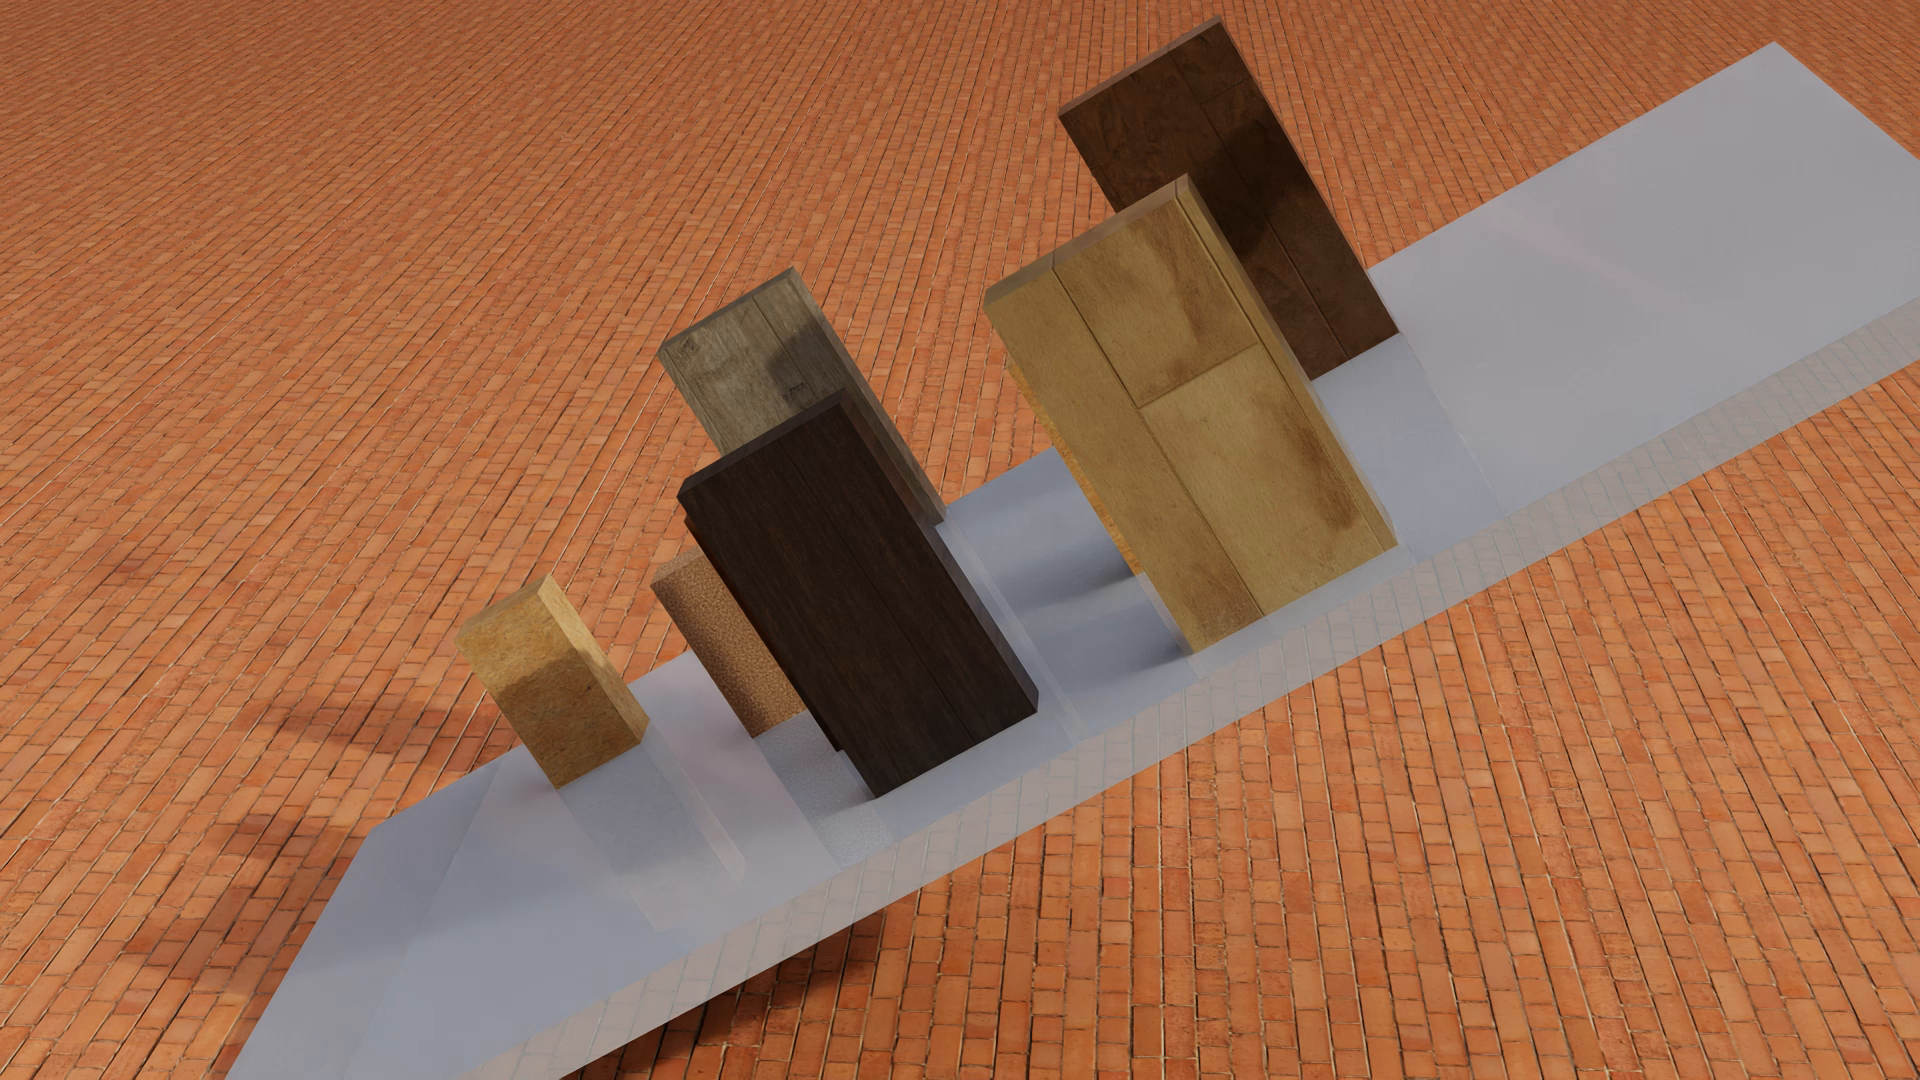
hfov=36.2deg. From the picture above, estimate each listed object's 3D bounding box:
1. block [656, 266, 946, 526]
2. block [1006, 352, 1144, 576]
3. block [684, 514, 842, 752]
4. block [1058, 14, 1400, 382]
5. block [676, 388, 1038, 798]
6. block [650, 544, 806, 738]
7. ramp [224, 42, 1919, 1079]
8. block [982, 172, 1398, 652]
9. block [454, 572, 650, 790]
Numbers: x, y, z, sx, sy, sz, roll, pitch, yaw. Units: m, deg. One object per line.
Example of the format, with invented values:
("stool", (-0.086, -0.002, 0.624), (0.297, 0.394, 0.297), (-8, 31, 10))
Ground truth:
("block", (-0.382, -0.263, 7.155), (0.380, 0.710, 0.103), (-29, 15, 13))
("block", (0.380, -0.243, 5.920), (0.361, 0.508, 0.133), (-29, 15, 13))
("block", (-0.279, 0.117, 5.974), (0.287, 0.579, 0.087), (-29, 15, 13))
("block", (0.588, -0.697, 6.411), (0.399, 0.788, 0.105), (-29, 15, 13))
("block", (-0.188, 0.105, 5.570), (0.360, 0.707, 0.106), (-29, 15, 13))
("block", (-0.423, 0.172, 6.422), (0.320, 0.414, 0.118), (-29, 15, 13))
("ramp", (0.141, 0.168, 6.288), (4.000, 0.100, 2.000), (-29, 15, 13))
("block", (0.417, -0.222, 5.296), (0.418, 0.753, 0.141), (-29, 15, 13))
("block", (-0.965, 0.334, 6.966), (0.240, 0.436, 0.145), (-29, 15, 13))
